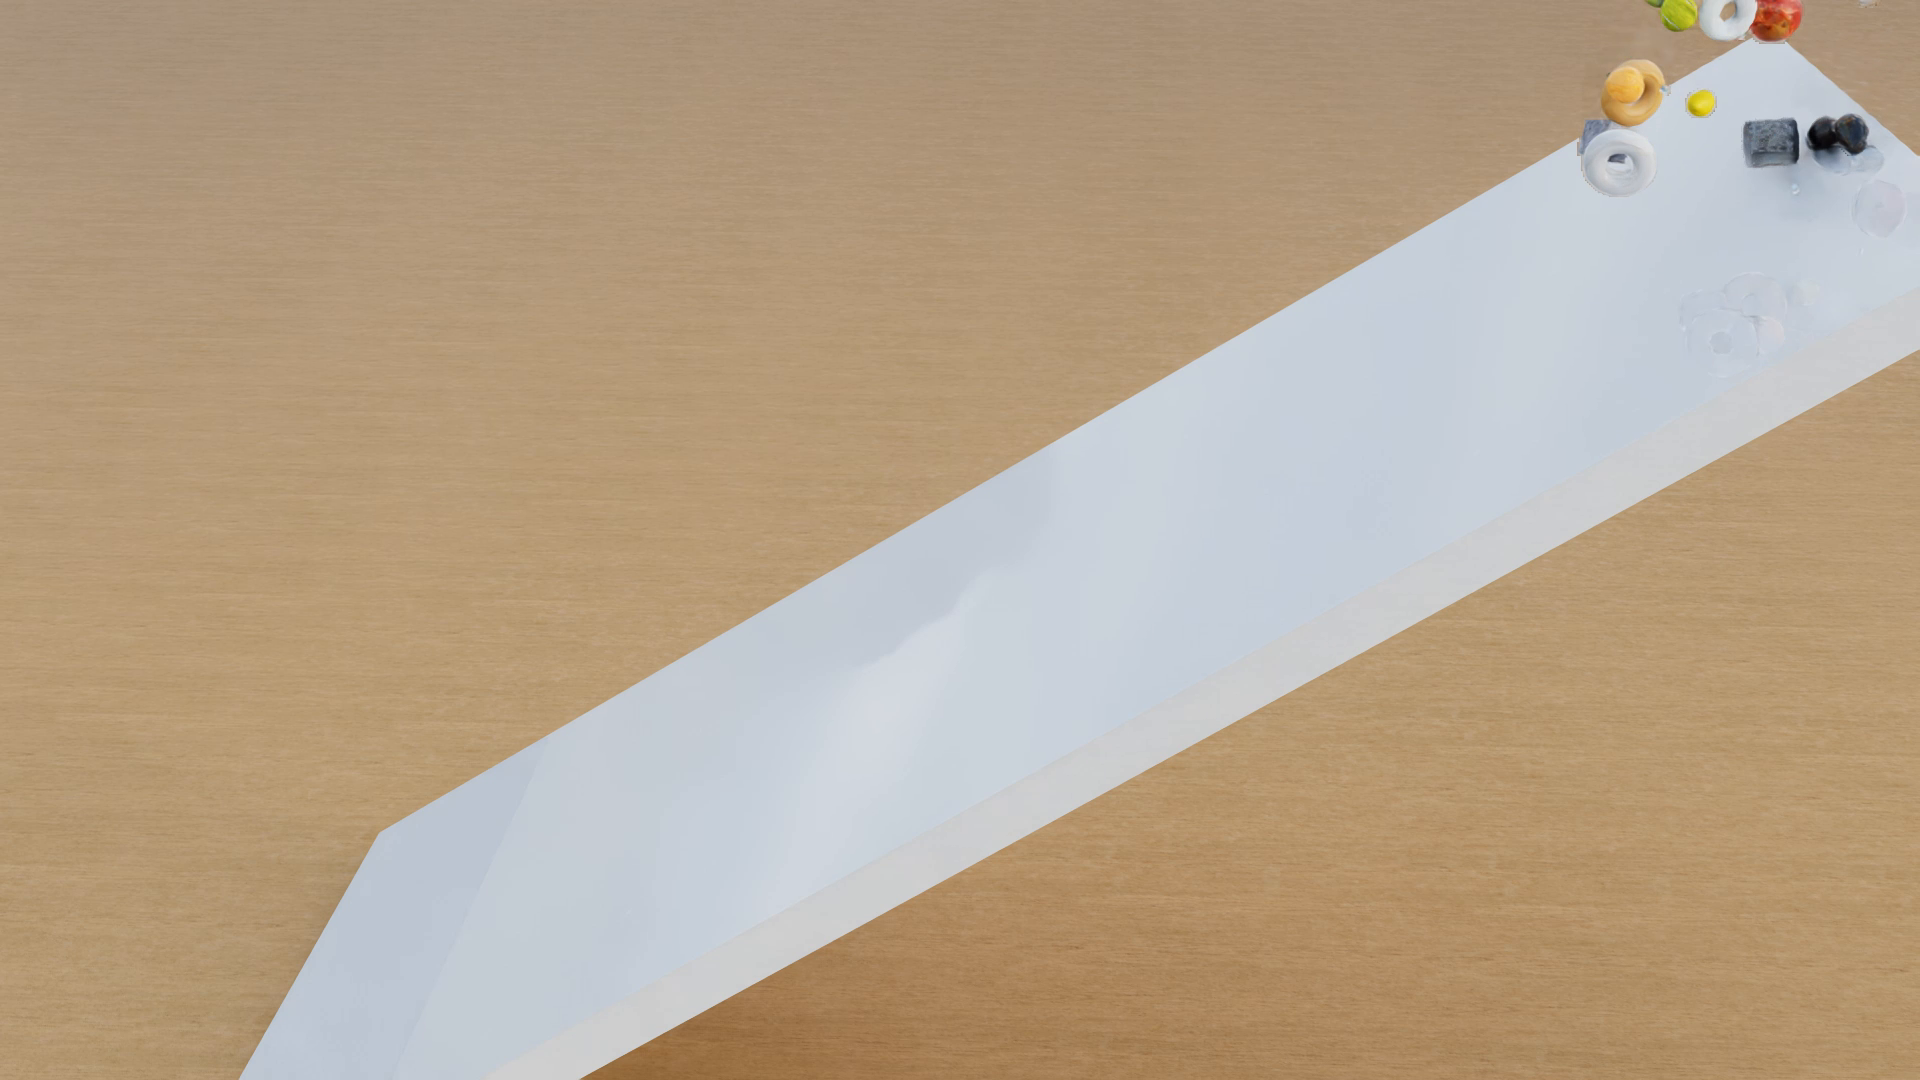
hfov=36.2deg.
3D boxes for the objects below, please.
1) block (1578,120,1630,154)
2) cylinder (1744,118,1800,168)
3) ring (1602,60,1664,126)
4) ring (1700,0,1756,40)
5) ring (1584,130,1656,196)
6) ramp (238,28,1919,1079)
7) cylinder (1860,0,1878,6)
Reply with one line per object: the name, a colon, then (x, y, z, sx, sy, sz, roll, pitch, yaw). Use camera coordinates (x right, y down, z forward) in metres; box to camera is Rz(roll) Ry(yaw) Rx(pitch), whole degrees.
block: (1.302, -0.804, 5.934, 0.067, 0.067, 0.067, 16, -2, -35)
cylinder: (1.601, -0.784, 5.806, 0.091, 0.091, 0.091, -4, 19, 6)
ring: (1.356, -0.900, 5.927, 0.142, 0.142, 0.047, -8, 31, -21)
ring: (1.466, -1.008, 5.614, 0.117, 0.117, 0.039, -6, 30, -16)
ring: (1.286, -0.736, 5.731, 0.142, 0.142, 0.047, 6, 37, 15)
ramp: (0.141, 0.169, 6.291, 4.000, 0.100, 2.000, -30, 15, 13)
cylinder: (1.742, -1.061, 5.640, 0.052, 0.052, 0.052, -20, -18, -7)
